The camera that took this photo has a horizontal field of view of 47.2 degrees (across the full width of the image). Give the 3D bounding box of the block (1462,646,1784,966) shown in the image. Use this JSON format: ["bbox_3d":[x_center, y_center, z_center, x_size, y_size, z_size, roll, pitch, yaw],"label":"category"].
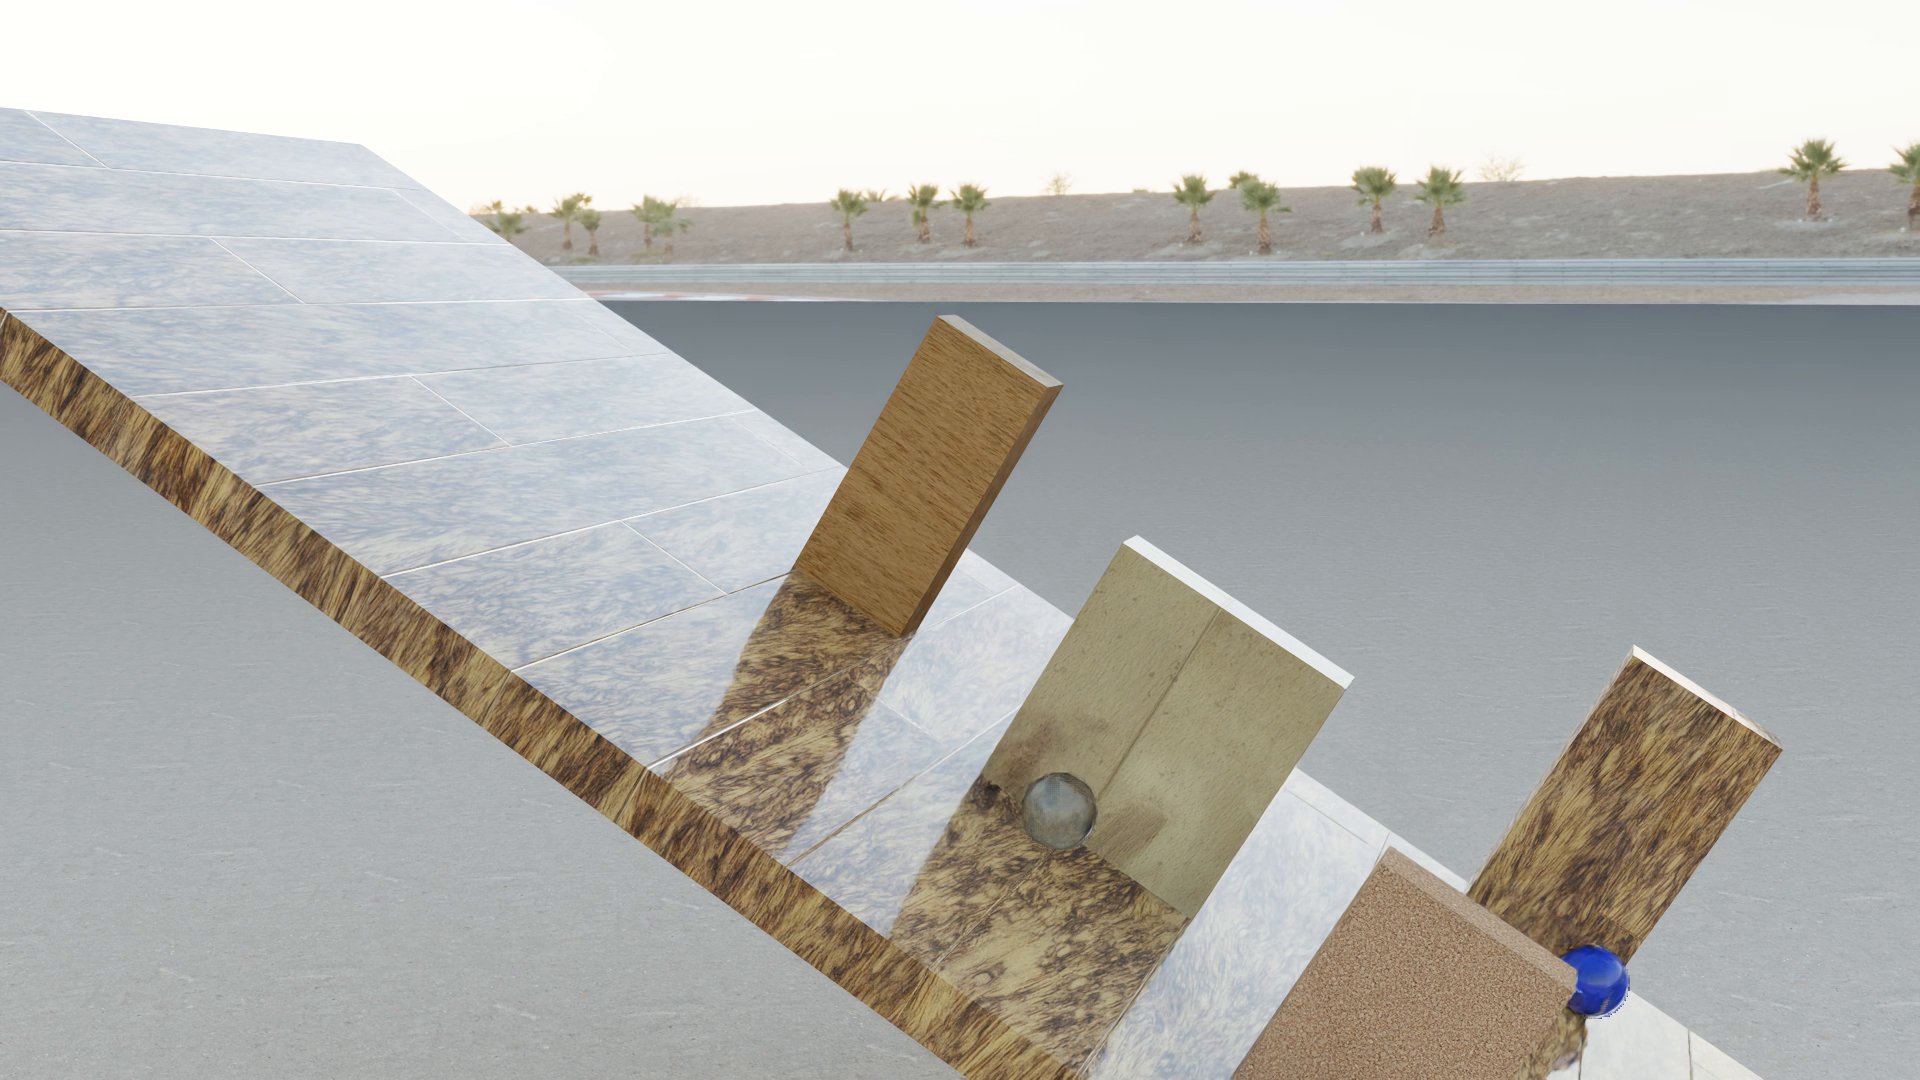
[{"bbox_3d":[1.337,0.588,4.500,0.337,0.660,0.128,34,15,11],"label":"block"}]

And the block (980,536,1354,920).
[{"bbox_3d":[0.353,0.321,3.794,0.445,0.486,0.112,34,15,11],"label":"block"}]

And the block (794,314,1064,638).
[{"bbox_3d":[-0.064,-0.124,4.267,0.254,0.573,0.124,34,15,11],"label":"block"}]

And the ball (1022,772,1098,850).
[{"bbox_3d":[0.167,0.455,3.697,0.128,0.128,0.128,0,7,0],"label":"ball"}]

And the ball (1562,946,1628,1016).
[{"bbox_3d":[1.267,0.885,4.416,0.140,0.140,0.140,0,7,0],"label":"ball"}]

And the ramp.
[{"bbox_3d":[-0.162,0.268,4.117,4.000,0.100,2.000,34,15,11],"label":"ramp"}]

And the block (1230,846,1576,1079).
[{"bbox_3d":[0.628,0.711,3.162,0.312,0.431,0.104,34,15,11],"label":"block"}]
